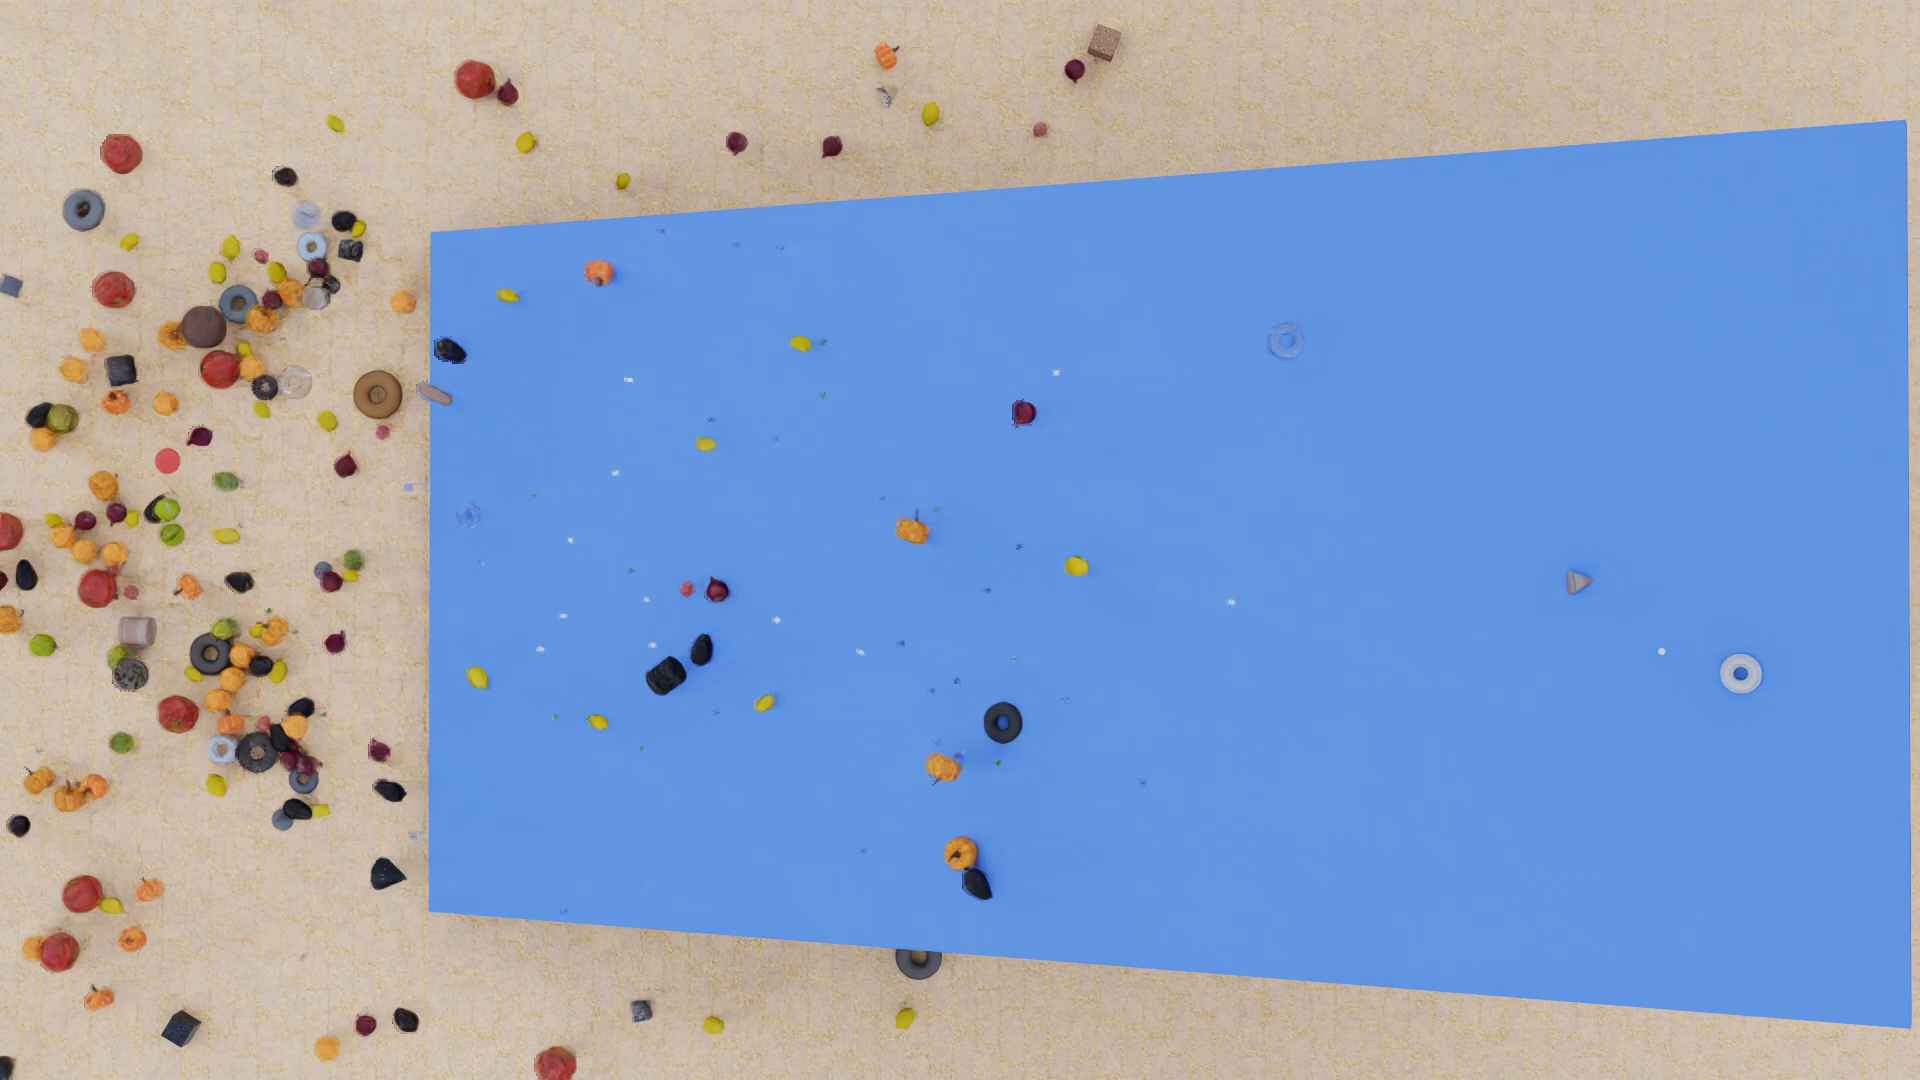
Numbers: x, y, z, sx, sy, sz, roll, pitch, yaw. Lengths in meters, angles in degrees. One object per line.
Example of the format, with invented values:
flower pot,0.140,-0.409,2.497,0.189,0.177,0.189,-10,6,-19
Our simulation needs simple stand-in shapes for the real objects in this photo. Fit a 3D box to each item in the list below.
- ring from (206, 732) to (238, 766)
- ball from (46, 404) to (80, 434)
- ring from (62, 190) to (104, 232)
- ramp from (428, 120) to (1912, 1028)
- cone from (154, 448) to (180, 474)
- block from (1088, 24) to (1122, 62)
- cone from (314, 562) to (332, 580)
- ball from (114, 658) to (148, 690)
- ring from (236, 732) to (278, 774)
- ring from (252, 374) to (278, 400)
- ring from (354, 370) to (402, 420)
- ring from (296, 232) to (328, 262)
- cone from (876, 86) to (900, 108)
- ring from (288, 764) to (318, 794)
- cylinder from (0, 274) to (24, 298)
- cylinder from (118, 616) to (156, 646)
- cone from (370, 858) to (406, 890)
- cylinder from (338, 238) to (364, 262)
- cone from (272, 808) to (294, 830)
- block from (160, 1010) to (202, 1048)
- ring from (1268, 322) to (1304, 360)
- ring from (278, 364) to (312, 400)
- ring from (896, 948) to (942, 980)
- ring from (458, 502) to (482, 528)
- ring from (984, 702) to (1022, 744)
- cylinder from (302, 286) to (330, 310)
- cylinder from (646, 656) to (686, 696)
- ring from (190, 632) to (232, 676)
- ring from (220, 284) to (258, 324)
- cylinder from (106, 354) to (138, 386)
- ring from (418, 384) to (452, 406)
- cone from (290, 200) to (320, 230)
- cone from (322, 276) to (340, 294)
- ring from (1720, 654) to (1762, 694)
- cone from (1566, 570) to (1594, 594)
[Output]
ring,-2.195,0.623,6.545,0.098,0.033,0.098,0,90,-1
ball,-2.662,-0.360,6.527,0.091,0.091,0.091,0,89,0
ring,-2.613,-0.981,6.553,0.126,0.042,0.126,0,83,4
ramp,0.283,0.083,5.702,4.000,0.100,2.000,0,89,24
cone,-2.368,-0.237,6.532,0.077,0.077,0.077,0,89,0
block,0.430,-1.480,6.547,0.076,0.076,0.076,22,89,0
cone,-1.901,0.093,6.538,0.058,0.058,0.058,0,89,0
ball,-2.453,0.398,6.508,0.096,0.096,0.096,0,89,0
ring,-2.090,0.633,6.540,0.122,0.041,0.122,0,89,-1
ring,-2.073,-0.455,6.560,0.079,0.026,0.079,0,90,-1
ring,-1.734,-0.433,6.549,0.146,0.049,0.146,0,89,1
ring,-1.934,-0.874,6.563,0.094,0.031,0.094,0,90,1
cone,-0.204,-1.339,6.569,0.067,0.067,0.067,-39,89,-27
ring,-1.953,0.712,6.545,0.089,0.030,0.089,0,88,-1
cylinder,-2.826,-0.756,6.550,0.053,0.053,0.053,21,89,0
cylinder,-2.440,0.271,6.522,0.084,0.084,0.084,2,89,0
cone,-1.668,0.992,6.490,0.098,0.098,0.098,5,89,28
cylinder,-1.815,-0.863,6.549,0.057,0.057,0.057,15,89,-9
cone,-2.019,0.834,6.524,0.067,0.067,0.067,0,89,0
block,-2.307,1.448,6.515,0.071,0.071,0.071,31,89,0
ring,0.802,-0.488,5.404,0.093,0.031,0.093,0,91,24
ring,-1.983,-0.470,6.556,0.105,0.035,0.105,0,88,1
ring,-0.122,1.237,6.531,0.139,0.046,0.139,0,90,1
ring,-1.429,-0.072,6.403,0.080,0.027,0.080,-1,88,25
ring,0.111,0.473,5.700,0.108,0.036,0.108,-1,89,26
cylinder,-1.899,-0.714,6.489,0.068,0.068,0.068,0,99,-3
cylinder,-0.814,0.378,6.092,0.080,0.080,0.080,-36,89,20
ring,-2.228,0.338,6.543,0.129,0.043,0.129,0,90,1
ring,-2.151,-0.703,6.557,0.115,0.038,0.115,0,91,2
cylinder,-2.491,-0.505,6.535,0.077,0.077,0.077,-10,89,0
ring,-1.515,-0.421,6.354,0.106,0.106,0.035,26,92,0
cone,-1.958,-0.972,6.534,0.090,0.090,0.090,0,88,1
cone,-1.881,-0.761,6.550,0.054,0.054,0.054,0,89,0
ring,1.763,0.302,4.964,0.091,0.030,0.091,0,90,23
cone,1.446,0.096,5.110,0.058,0.058,0.058,-5,89,-3
